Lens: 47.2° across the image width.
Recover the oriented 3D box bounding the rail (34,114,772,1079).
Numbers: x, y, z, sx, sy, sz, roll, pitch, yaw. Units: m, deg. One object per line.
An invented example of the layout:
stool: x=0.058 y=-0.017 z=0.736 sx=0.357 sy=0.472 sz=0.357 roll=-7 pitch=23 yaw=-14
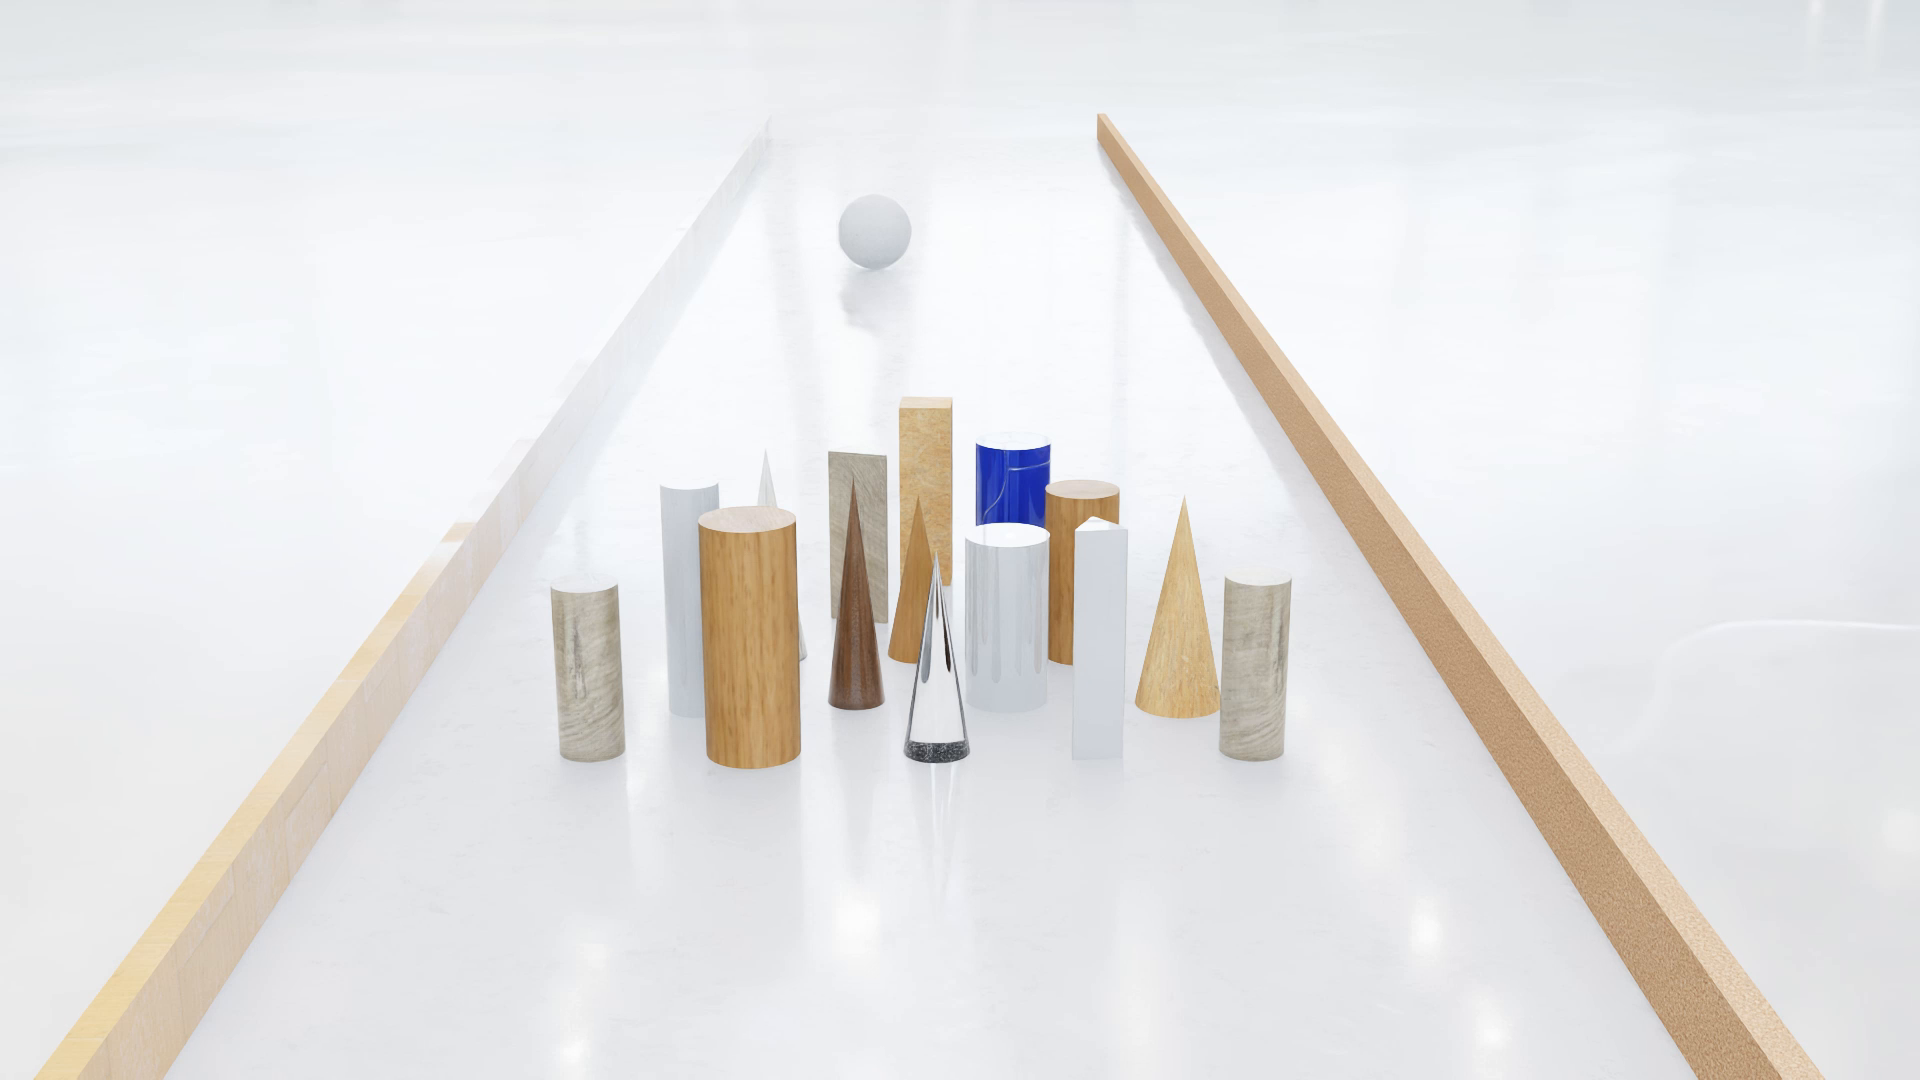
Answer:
rail: x=-1.118 y=-0.838 z=7.780 sx=0.050 sy=0.150 sz=12.000 roll=0 pitch=17 yaw=-1

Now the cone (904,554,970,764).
cone: x=-0.042 y=0.197 z=3.899 sx=0.121 sy=0.380 sz=0.121 roll=0 pitch=17 yaw=0

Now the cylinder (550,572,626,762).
cylinder: x=-0.661 y=0.226 z=3.911 sx=0.119 sy=0.316 sz=0.119 roll=0 pitch=17 yaw=0

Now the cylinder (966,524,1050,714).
cylinder: x=0.089 y=0.146 z=4.162 sx=0.159 sy=0.326 sz=0.159 roll=0 pitch=17 yaw=0

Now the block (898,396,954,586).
block: x=-0.075 y=-0.109 z=4.883 sx=0.112 sy=0.404 sz=0.112 roll=1 pitch=17 yaw=3

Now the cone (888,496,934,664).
cone: x=-0.083 y=0.068 z=4.407 sx=0.129 sy=0.336 sz=0.129 roll=0 pitch=17 yaw=0

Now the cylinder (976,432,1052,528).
cylinder: x=0.112 y=-0.026 z=4.648 sx=0.160 sy=0.380 sz=0.160 roll=0 pitch=17 yaw=0

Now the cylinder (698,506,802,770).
cylinder: x=-0.370 y=0.171 z=3.891 sx=0.171 sy=0.434 sz=0.171 roll=0 pitch=17 yaw=0

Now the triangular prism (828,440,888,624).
triangular prism: x=-0.197 y=-0.020 z=4.652 sx=0.128 sy=0.366 sz=0.111 roll=5 pitch=17 yaw=17

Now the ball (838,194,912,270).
ball: x=-0.345 y=-1.246 z=8.889 sx=0.300 sy=0.300 sz=0.300 roll=0 pitch=17 yaw=0

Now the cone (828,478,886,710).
cone: x=-0.198 y=0.093 z=4.136 sx=0.111 sy=0.444 sz=0.111 roll=0 pitch=17 yaw=0

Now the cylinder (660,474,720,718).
cylinder: x=-0.497 y=0.105 z=4.099 sx=0.109 sy=0.442 sz=0.109 roll=0 pitch=17 yaw=0

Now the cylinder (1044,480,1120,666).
cylinder: x=0.243 y=0.064 z=4.404 sx=0.148 sy=0.345 sz=0.148 roll=0 pitch=17 yaw=0

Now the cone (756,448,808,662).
cone: x=-0.382 y=0.024 z=4.383 sx=0.148 sy=0.435 sz=0.148 roll=0 pitch=17 yaw=0

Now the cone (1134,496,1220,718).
cone: x=0.415 y=0.111 z=4.126 sx=0.166 sy=0.415 sz=0.166 roll=0 pitch=17 yaw=0

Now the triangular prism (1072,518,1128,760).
triangular prism: x=0.240 y=0.174 z=3.895 sx=0.092 sy=0.425 sz=0.080 roll=-2 pitch=17 yaw=-8

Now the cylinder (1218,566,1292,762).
cylinder: x=0.524 y=0.220 z=3.912 sx=0.117 sy=0.328 sz=0.117 roll=0 pitch=17 yaw=0

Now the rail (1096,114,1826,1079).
rail: x=0.932 y=-0.844 z=7.801 sx=0.050 sy=0.150 sz=12.000 roll=0 pitch=17 yaw=-1
